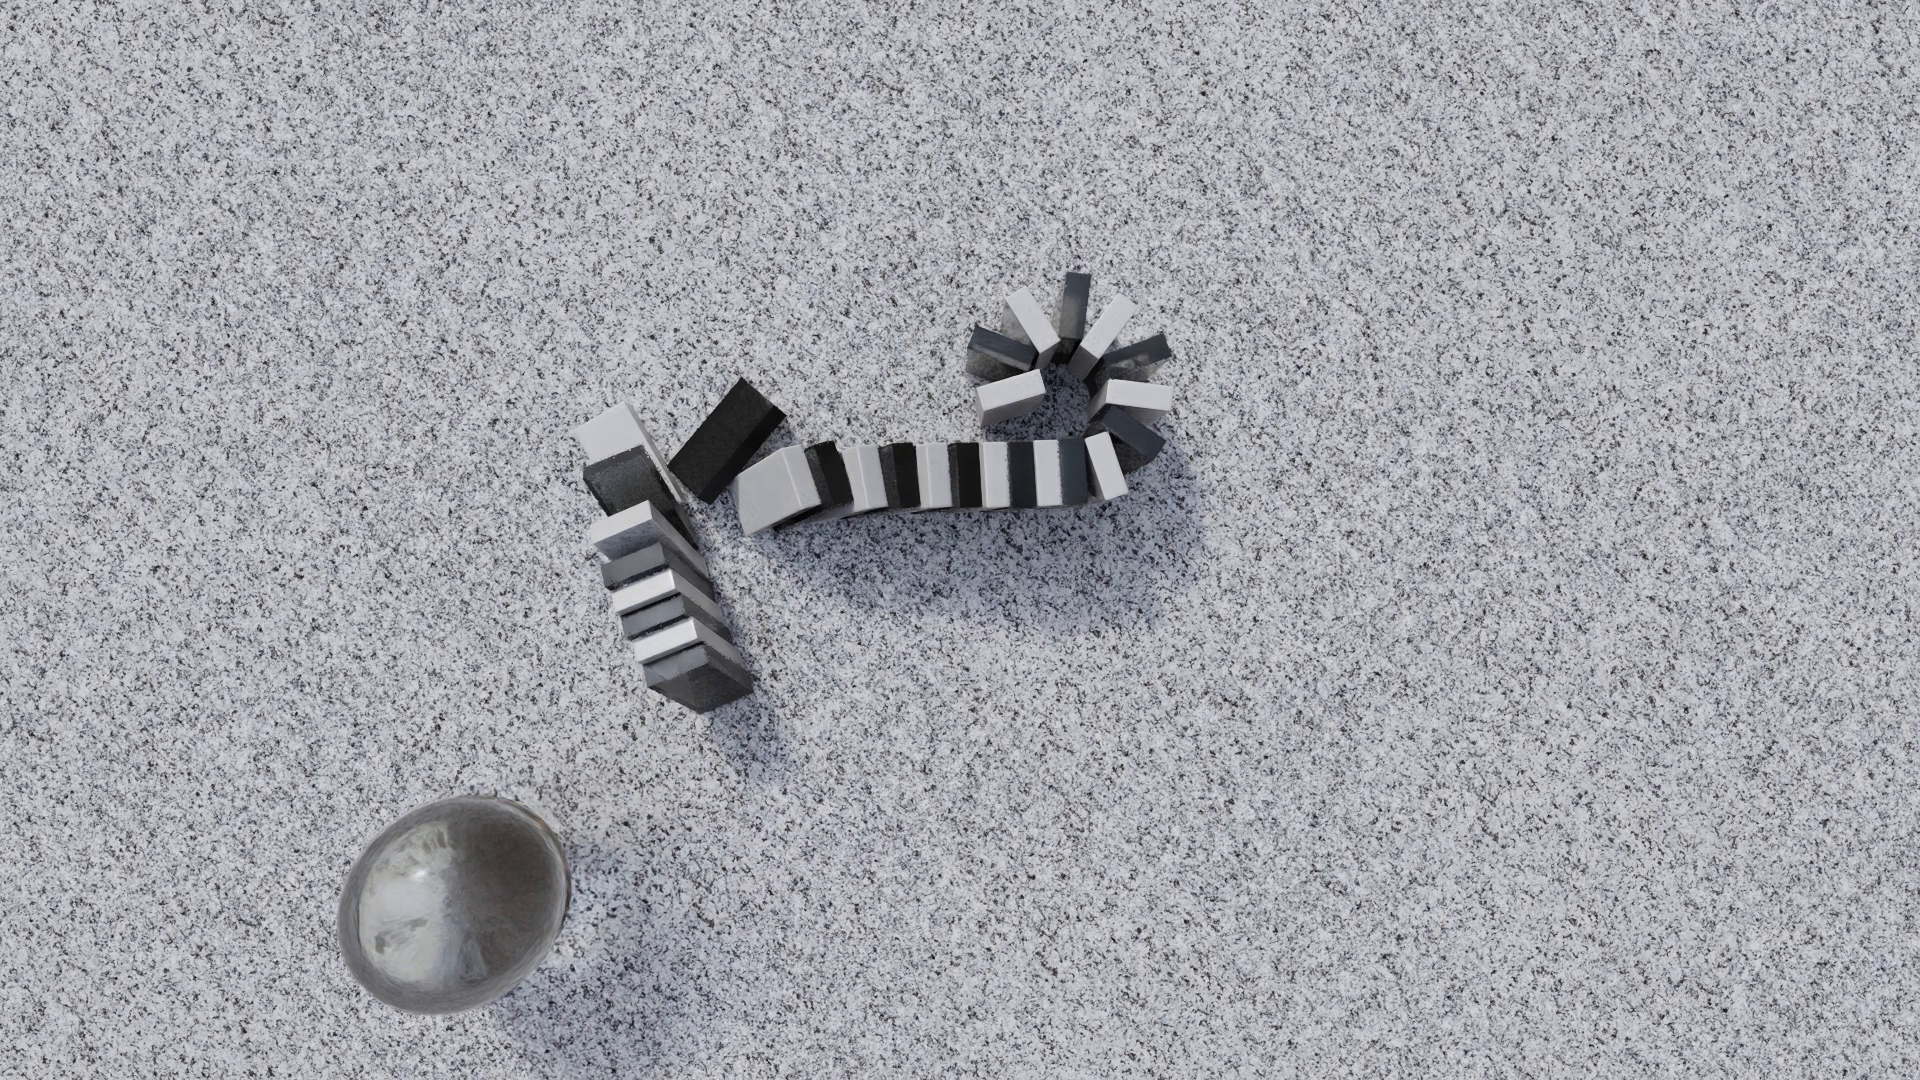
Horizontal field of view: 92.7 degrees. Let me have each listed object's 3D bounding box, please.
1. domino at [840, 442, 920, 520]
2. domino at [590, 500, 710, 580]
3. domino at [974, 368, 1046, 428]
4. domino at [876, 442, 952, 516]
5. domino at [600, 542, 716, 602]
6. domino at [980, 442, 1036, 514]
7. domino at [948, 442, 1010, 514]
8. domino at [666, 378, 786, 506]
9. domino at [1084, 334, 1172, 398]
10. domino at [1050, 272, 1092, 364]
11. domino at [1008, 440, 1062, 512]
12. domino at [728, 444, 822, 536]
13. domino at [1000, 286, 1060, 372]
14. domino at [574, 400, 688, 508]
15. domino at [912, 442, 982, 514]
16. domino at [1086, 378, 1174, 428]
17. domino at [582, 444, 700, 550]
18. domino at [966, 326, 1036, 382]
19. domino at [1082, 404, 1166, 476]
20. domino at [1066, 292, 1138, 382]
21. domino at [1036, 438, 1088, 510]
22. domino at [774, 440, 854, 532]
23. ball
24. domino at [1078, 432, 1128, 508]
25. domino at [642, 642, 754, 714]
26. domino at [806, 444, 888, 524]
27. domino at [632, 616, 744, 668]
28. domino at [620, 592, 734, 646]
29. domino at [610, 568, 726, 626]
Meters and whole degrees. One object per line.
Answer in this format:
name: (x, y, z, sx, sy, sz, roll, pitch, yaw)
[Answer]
domino: (-0.035, -0.024, 0.377, 0.010, 0.050, 0.025, -8, 90, -35)
domino: (-0.126, 0.005, 0.376, 0.025, 0.050, 0.009, -23, 57, 0)
domino: (0.020, -0.057, 0.375, 0.025, 0.050, 0.009, -17, 90, 0)
domino: (-0.021, -0.024, 0.376, 0.010, 0.050, 0.025, -4, 90, -31)
domino: (-0.122, 0.019, 0.375, 0.025, 0.050, 0.010, -22, 66, 0)
domino: (0.018, -0.025, 0.375, 0.010, 0.050, 0.025, -4, 90, -13)
domino: (0.006, -0.025, 0.375, 0.010, 0.050, 0.025, -3, 90, -19)
domino: (-0.099, -0.042, 0.390, 0.025, 0.010, 0.050, 40, 90, 30)
domino: (0.068, -0.070, 0.375, 0.025, 0.050, 0.010, -20, 89, 0)
domino: (0.044, -0.090, 0.375, 0.010, 0.050, 0.025, 7, 90, 0)
domino: (0.028, -0.025, 0.375, 0.009, 0.050, 0.025, -4, 90, -13)
domino: (-0.077, -0.020, 0.378, 0.010, 0.050, 0.025, -19, 90, -40)
domino: (0.028, -0.084, 0.375, 0.010, 0.050, 0.025, -32, 90, 0)
domino: (-0.142, -0.031, 0.395, 0.025, 0.010, 0.050, -30, 90, 0)
domino: (-0.007, -0.024, 0.375, 0.009, 0.050, 0.025, -3, 90, -25)
domino: (0.068, -0.055, 0.375, 0.025, 0.050, 0.010, 7, 88, 0)
domino: (-0.132, -0.013, 0.381, 0.025, 0.010, 0.050, -22, 126, -2)
domino: (0.016, -0.073, 0.375, 0.025, 0.050, 0.010, 22, 90, 0)
domino: (0.065, -0.040, 0.375, 0.025, 0.050, 0.009, 34, 87, -1)
domino: (0.057, -0.082, 0.375, 0.009, 0.050, 0.025, 37, 90, 0)
domino: (0.040, -0.026, 0.375, 0.009, 0.050, 0.025, -4, 90, -8)
domino: (-0.065, -0.021, 0.378, 0.009, 0.050, 0.025, -19, 90, -40)
ball: (-0.196, 0.142, 0.360, 0.080, 0.080, 0.080, 0, 90, 0)
domino: (0.054, -0.028, 0.375, 0.009, 0.050, 0.025, -19, 91, -5)
domino: (-0.106, 0.057, 0.375, 0.025, 0.050, 0.010, -22, 66, 0)
domino: (-0.049, -0.022, 0.378, 0.009, 0.050, 0.025, -10, 90, -39)
domino: (-0.110, 0.048, 0.375, 0.025, 0.050, 0.010, -22, 66, 0)
domino: (-0.114, 0.038, 0.375, 0.025, 0.050, 0.009, -22, 66, 0)
domino: (-0.118, 0.029, 0.375, 0.025, 0.050, 0.009, -22, 66, 0)
